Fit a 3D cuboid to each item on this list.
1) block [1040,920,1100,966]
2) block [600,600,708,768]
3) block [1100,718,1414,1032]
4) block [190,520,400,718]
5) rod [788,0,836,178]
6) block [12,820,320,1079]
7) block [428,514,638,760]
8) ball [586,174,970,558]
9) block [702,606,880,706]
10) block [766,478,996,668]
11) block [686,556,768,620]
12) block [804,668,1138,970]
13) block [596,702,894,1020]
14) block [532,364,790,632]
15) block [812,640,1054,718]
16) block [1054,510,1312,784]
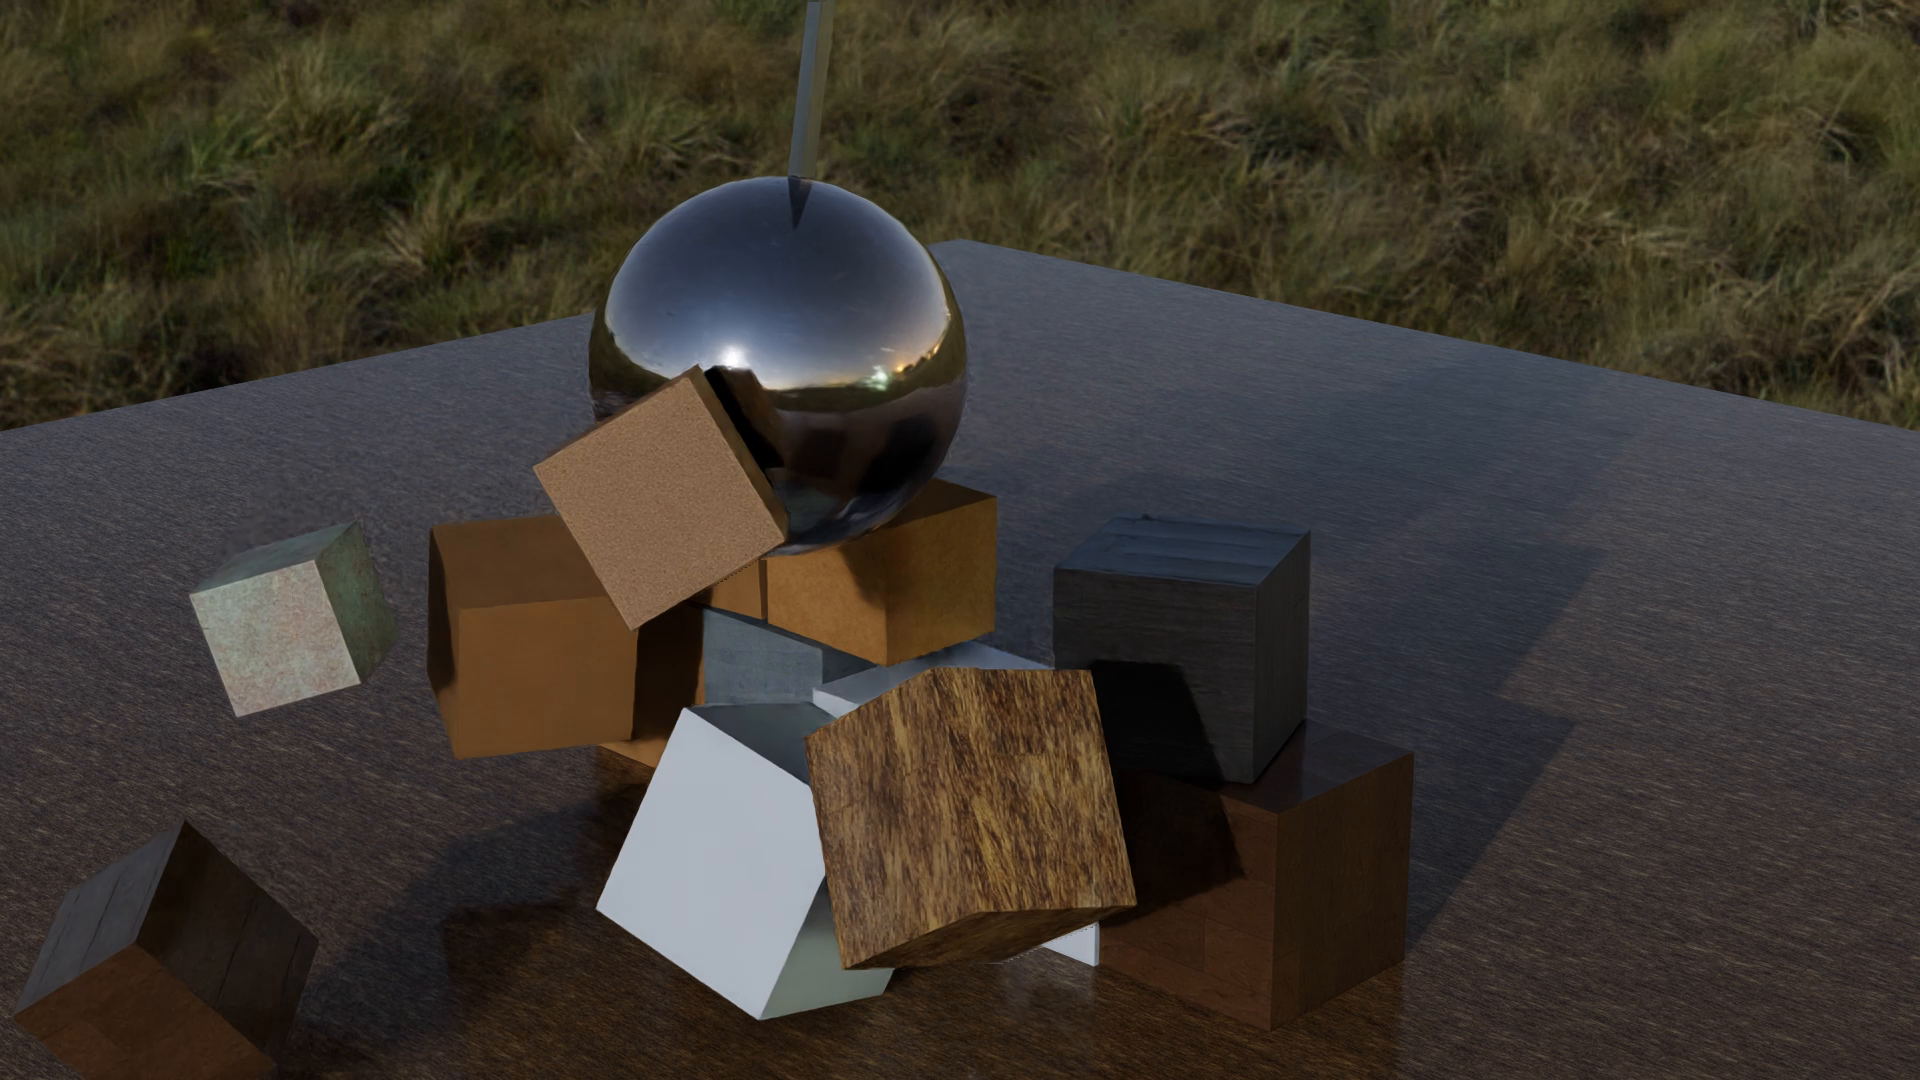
[{"bbox_3d":[0.600,1.185,13.016,0.843,0.934,0.981,16,23,41],"label":"block"},{"bbox_3d":[-1.276,0.613,14.844,0.775,0.930,0.891,-17,24,-42],"label":"block"},{"bbox_3d":[1.253,1.352,12.437,0.923,0.963,0.936,16,23,41],"label":"block"},{"bbox_3d":[-2.955,0.344,13.073,0.595,0.585,0.626,-15,14,10],"label":"block"},{"bbox_3d":[-0.330,-4.048,11.724,0.080,5.200,0.080,17,14,42],"label":"rod"},{"bbox_3d":[-2.999,1.660,11.127,0.652,0.741,0.690,-31,28,21],"label":"block"},{"bbox_3d":[-2.022,0.440,13.833,0.833,0.835,0.723,-5,34,-20],"label":"block"},{"bbox_3d":[-0.761,-0.728,12.315,1.600,1.600,1.600,0,17,0],"label":"ball"},{"bbox_3d":[-0.640,0.783,14.257,0.848,0.958,0.853,-17,24,-42],"label":"block"},{"bbox_3d":[-0.370,0.097,13.746,0.703,0.661,0.820,-17,25,-42],"label":"block"},{"bbox_3d":[-0.964,-0.105,14.282,0.707,0.720,0.756,-16,20,-42],"label":"block"},{"bbox_3d":[0.025,1.044,10.945,0.746,0.902,0.857,3,-22,-37],"label":"block"},{"bbox_3d":[-0.711,1.283,11.963,0.875,0.920,0.974,30,12,26],"label":"block"},{"bbox_3d":[-1.117,-0.176,11.123,0.662,0.701,0.756,-30,7,2],"label":"block"},{"bbox_3d":[-0.012,1.052,13.676,0.979,0.791,0.913,-17,24,-42],"label":"block"},{"bbox_3d":[0.943,0.433,12.351,0.854,0.839,0.876,6,18,20],"label":"block"}]
